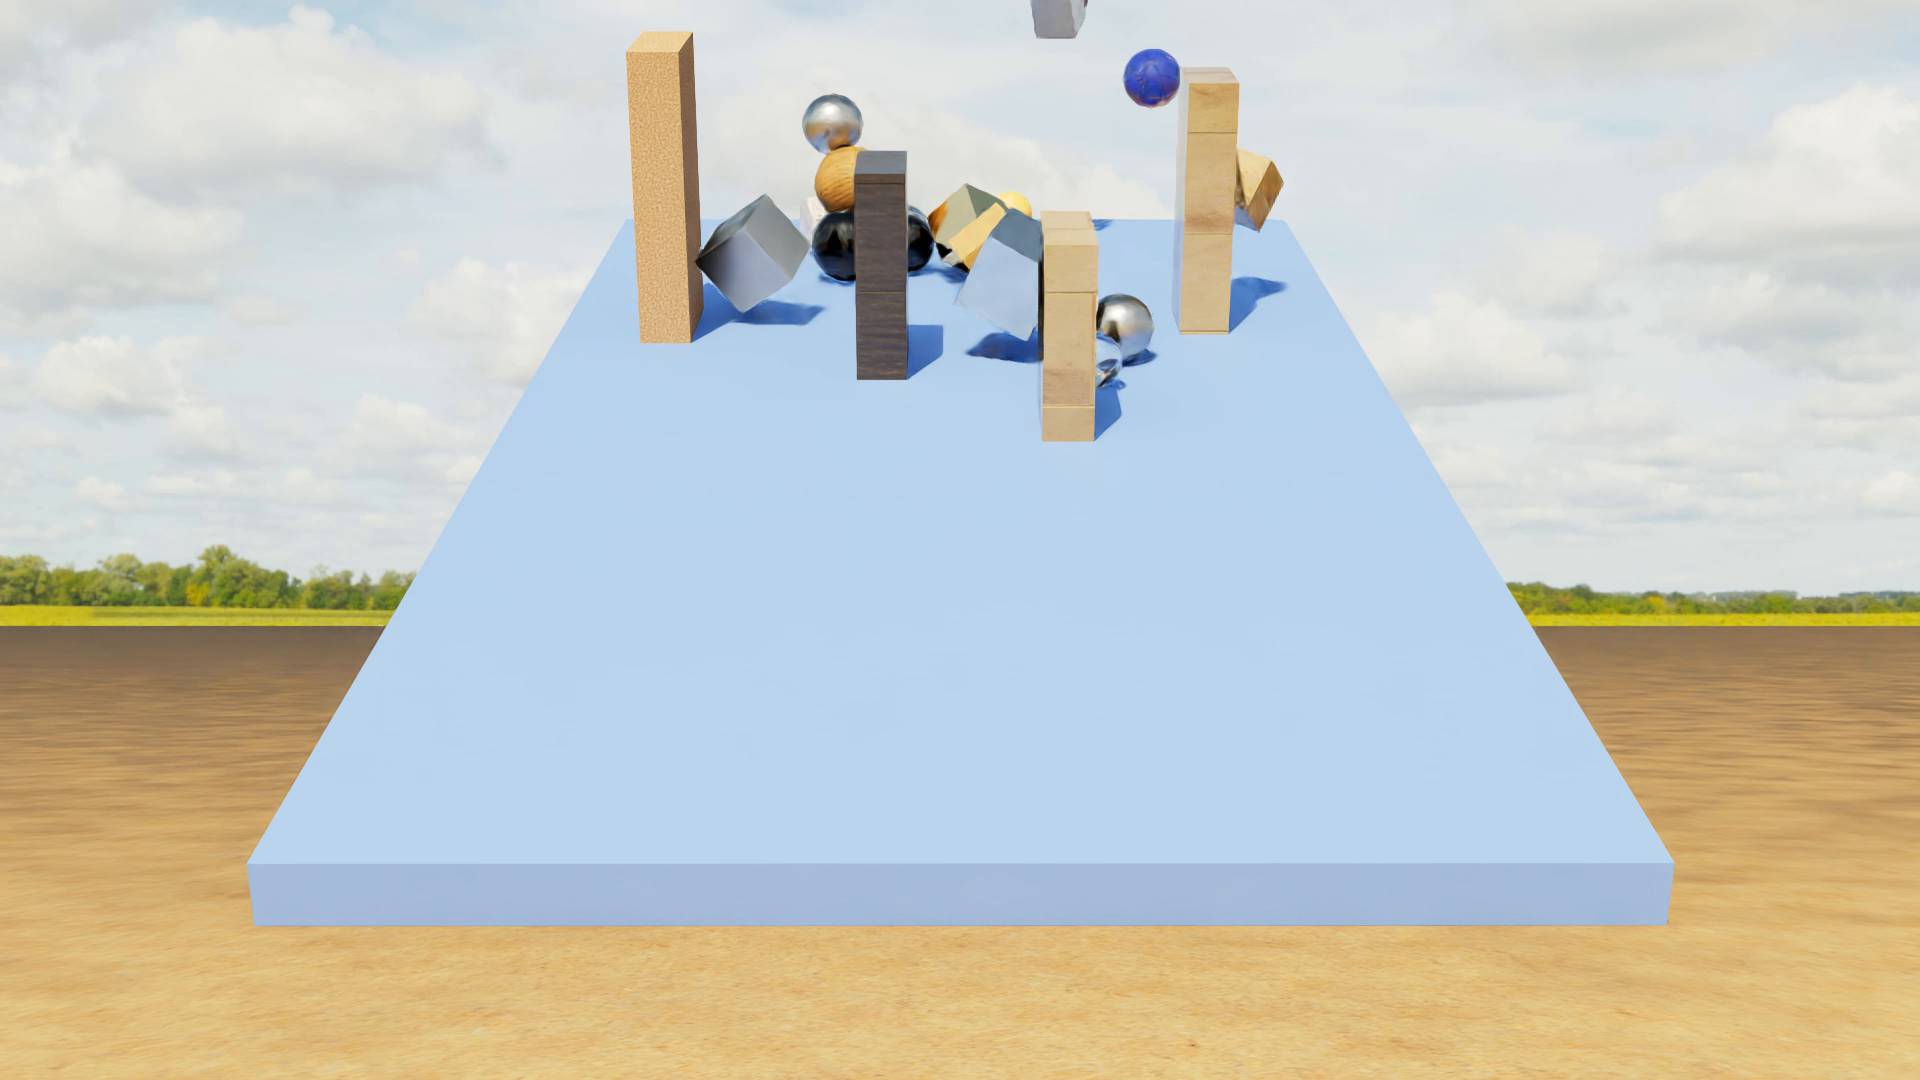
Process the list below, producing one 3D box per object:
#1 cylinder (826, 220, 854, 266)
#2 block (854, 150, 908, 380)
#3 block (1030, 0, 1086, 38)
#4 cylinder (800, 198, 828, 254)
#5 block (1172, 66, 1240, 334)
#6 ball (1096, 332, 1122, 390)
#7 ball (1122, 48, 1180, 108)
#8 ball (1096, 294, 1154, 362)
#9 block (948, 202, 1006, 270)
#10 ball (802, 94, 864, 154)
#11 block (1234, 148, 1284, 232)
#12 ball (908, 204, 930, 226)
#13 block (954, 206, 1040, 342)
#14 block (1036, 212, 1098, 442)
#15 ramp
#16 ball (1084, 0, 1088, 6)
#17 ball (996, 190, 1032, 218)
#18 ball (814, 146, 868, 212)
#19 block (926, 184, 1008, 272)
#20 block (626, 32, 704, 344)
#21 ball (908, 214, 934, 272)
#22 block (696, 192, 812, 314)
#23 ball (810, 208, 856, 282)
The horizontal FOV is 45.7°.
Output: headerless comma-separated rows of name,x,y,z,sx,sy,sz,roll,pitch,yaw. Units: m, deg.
cylinder,-0.294,-0.834,6.384,0.125,0.125,0.125,-8,1,-20
block,-0.184,-0.653,5.402,0.118,0.489,0.272,0,21,0
block,0.274,-1.478,6.345,0.116,0.116,0.116,4,43,19
cylinder,-0.362,-0.902,6.515,0.160,0.160,0.160,-6,0,-16
block,0.614,-0.853,5.734,0.122,0.628,0.241,0,21,0
ball,0.306,-0.415,5.275,0.137,0.137,0.137,0,-2,0
ball,0.579,-1.391,6.869,0.178,0.178,0.178,0,-2,0
ball,0.383,-0.511,5.488,0.164,0.164,0.164,0,-2,0
block,0.099,-0.755,6.016,0.165,0.165,0.165,-38,27,5
ball,-0.355,-1.159,6.364,0.170,0.170,0.170,0,-2,0
block,0.729,-0.918,5.933,0.149,0.149,0.149,25,-5,25
ball,-0.162,-0.876,6.447,0.152,0.152,0.152,0,-2,0
block,0.141,-0.638,5.471,0.197,0.197,0.197,30,34,1
block,0.234,-0.473,5.008,0.112,0.434,0.320,0,21,0
ramp,-0.006,-0.214,5.079,2.000,0.100,4.000,0,21,0
ball,0.310,-1.550,6.433,0.123,0.123,0.123,0,-2,0
ball,0.146,-0.962,6.714,0.131,0.131,0.131,0,-2,0
ball,-0.299,-0.986,6.310,0.209,0.209,0.209,0,-2,0
block,0.035,-0.842,6.207,0.156,0.156,0.156,16,-44,-44
block,-0.730,-0.880,5.678,0.124,0.715,0.331,0,21,0
ball,-0.151,-0.820,6.298,0.162,0.162,0.162,0,-2,0
block,-0.524,-0.727,5.788,0.180,0.180,0.180,-29,25,33
ball,-0.305,-0.804,6.202,0.200,0.200,0.200,0,-2,0
